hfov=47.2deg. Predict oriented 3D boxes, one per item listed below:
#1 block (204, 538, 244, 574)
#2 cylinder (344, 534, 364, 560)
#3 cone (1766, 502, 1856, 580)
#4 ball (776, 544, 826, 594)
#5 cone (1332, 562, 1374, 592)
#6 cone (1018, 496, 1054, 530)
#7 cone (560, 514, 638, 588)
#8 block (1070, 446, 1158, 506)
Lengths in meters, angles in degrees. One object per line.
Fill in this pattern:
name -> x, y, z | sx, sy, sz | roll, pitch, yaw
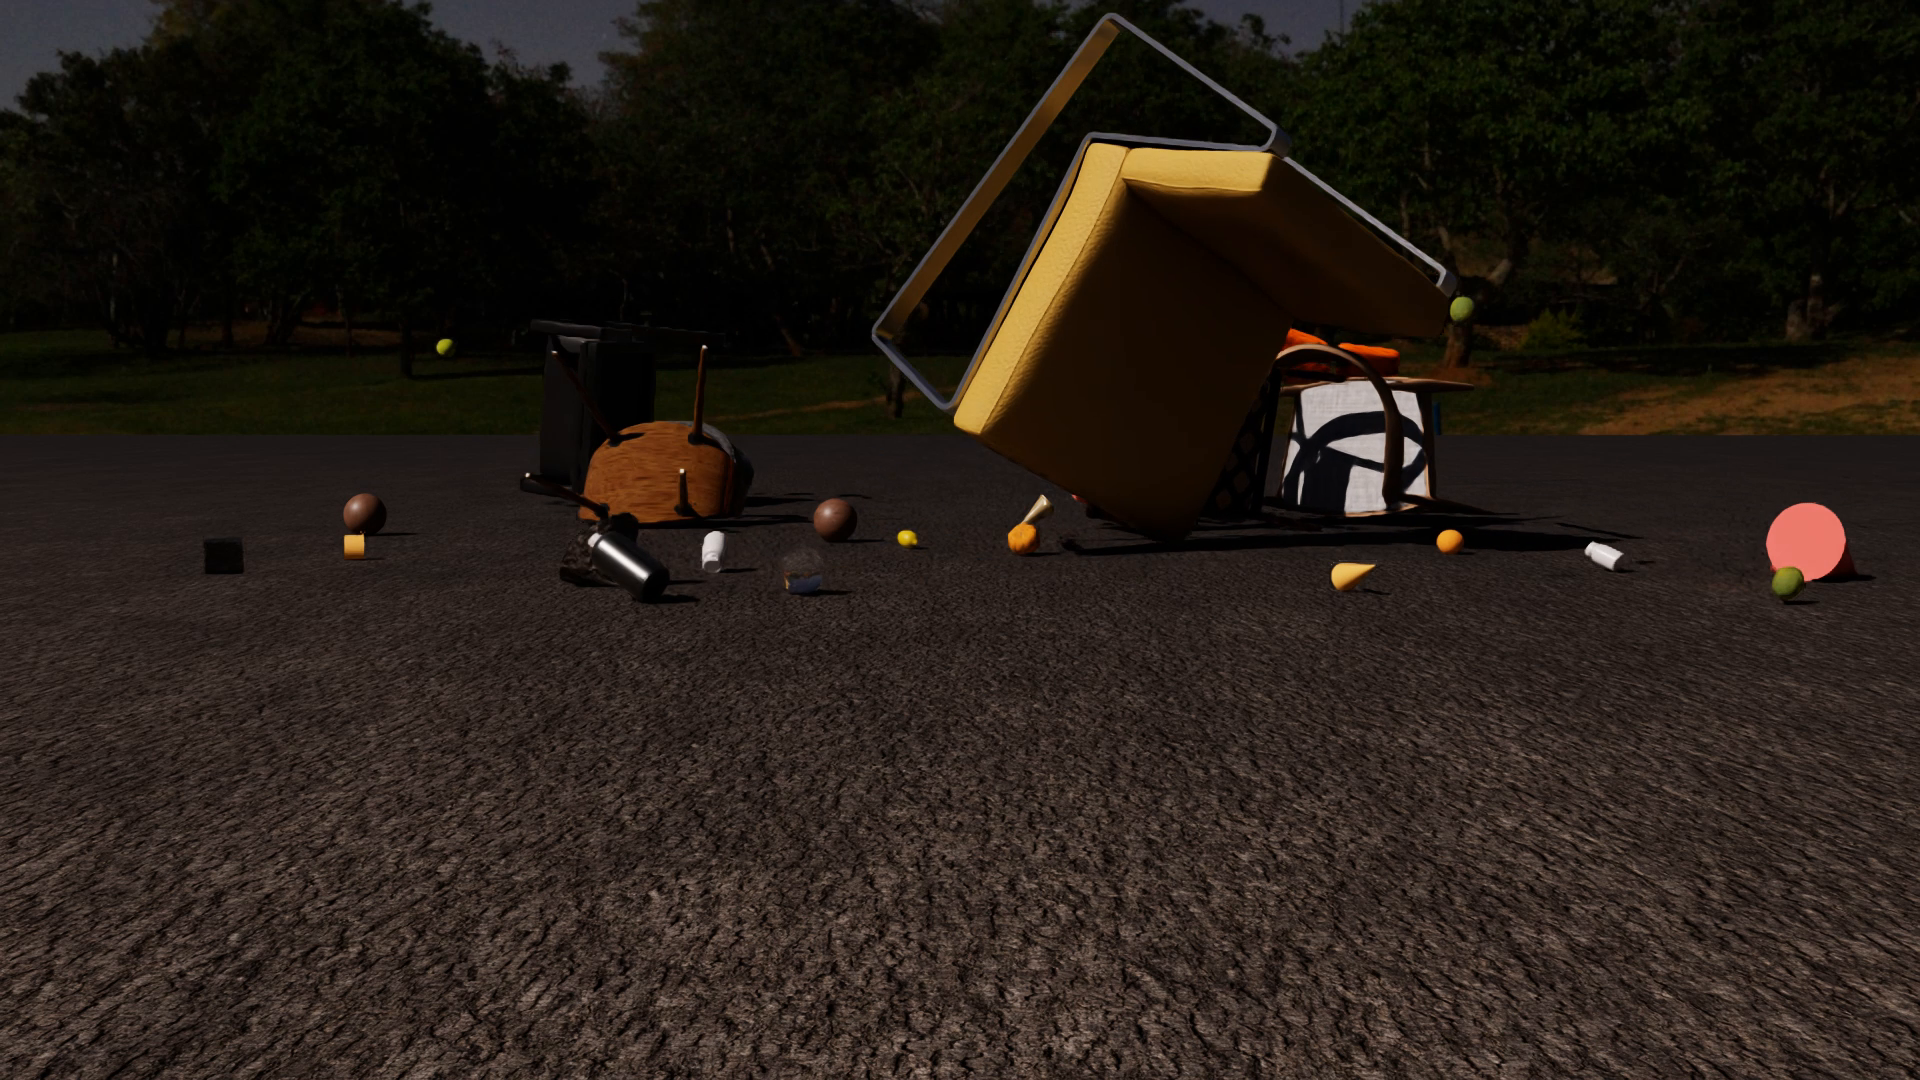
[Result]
block -> -1.786, 0.039, 5.339 | 0.086, 0.082, 0.032 | -1, 20, -17
cylinder -> -1.588, 0.019, 5.772 | 0.050, 0.074, 0.060 | -1, -37, -14
cone -> 2.077, 0.045, 5.243 | 0.217, 0.184, 0.229 | 26, 20, -31
ball -> -0.348, 0.065, 4.799 | 0.109, 0.109, 0.109 | 0, 4, 0
cone -> 0.875, 0.069, 4.809 | 0.065, 0.067, 0.134 | 24, -20, -14
cone -> 0.216, -0.068, 6.625 | 0.129, 0.074, 0.066 | -39, 53, -18
cone -> -0.790, 0.064, 5.000 | 0.194, 0.232, 0.121 | -2, 48, -53
block -> 0.507, -0.209, 7.253 | 0.230, 0.137, 0.169 | -10, -13, 26
